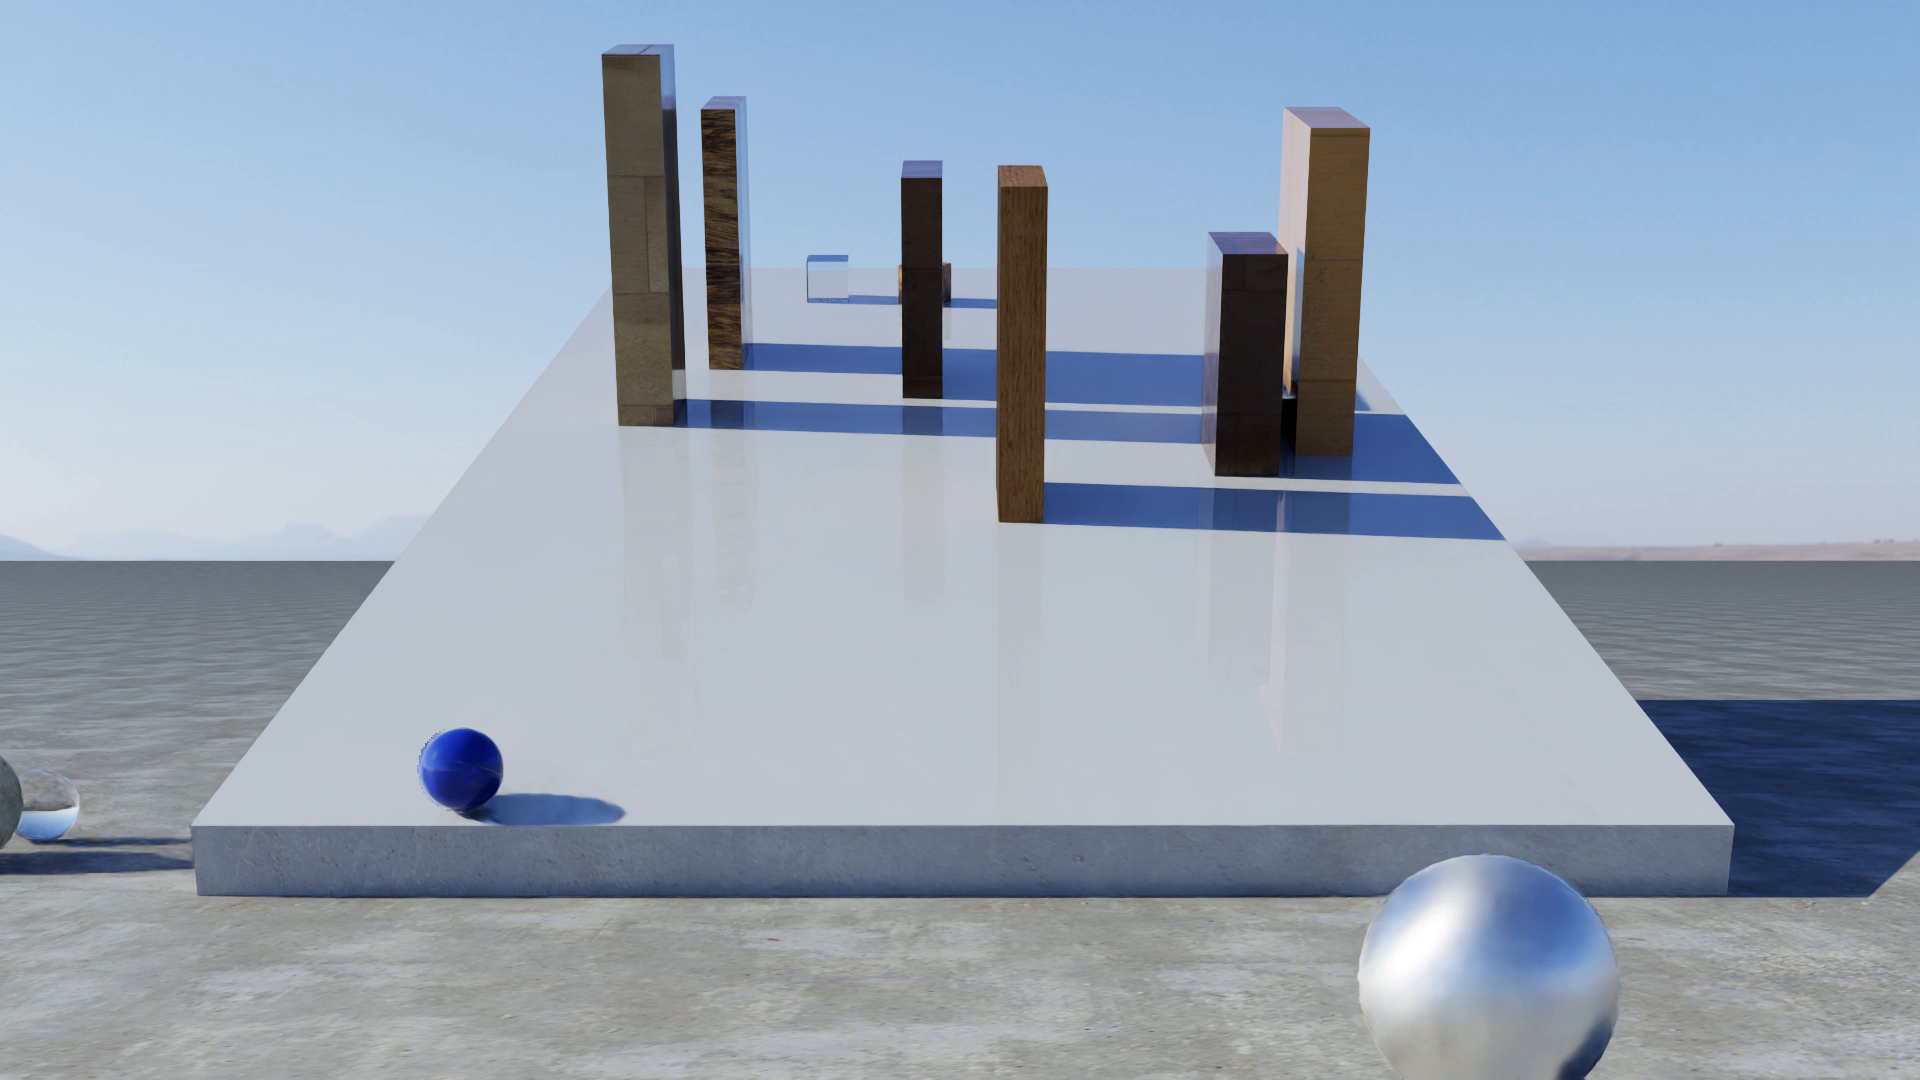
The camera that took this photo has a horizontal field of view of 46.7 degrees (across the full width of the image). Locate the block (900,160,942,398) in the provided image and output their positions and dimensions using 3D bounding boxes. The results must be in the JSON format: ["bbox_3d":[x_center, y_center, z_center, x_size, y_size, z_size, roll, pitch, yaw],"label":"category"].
[{"bbox_3d":[-0.086,-0.610,5.177,0.092,0.505,0.290,0,17,0],"label":"block"}]

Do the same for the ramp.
[{"bbox_3d":[-0.003,-0.178,4.807,2.000,0.100,4.000,0,17,0],"label":"ramp"}]

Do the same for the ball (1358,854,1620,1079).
[{"bbox_3d":[0.423,0.355,1.787,0.205,0.205,0.205,0,0,0],"label":"ball"}]

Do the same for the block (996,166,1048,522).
[{"bbox_3d":[0.114,-0.375,4.215,0.084,0.629,0.280,0,17,0],"label":"block"}]

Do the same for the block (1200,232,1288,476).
[{"bbox_3d":[0.577,-0.383,4.543,0.129,0.451,0.266,0,17,0],"label":"block"}]

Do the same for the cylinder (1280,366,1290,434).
[{"bbox_3d":[0.622,-0.301,4.786,0.149,0.149,0.149,0,0,0],"label":"cylinder"}]

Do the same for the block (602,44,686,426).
[{"bbox_3d":[-0.686,-0.667,4.868,0.121,0.797,0.249,0,17,0],"label":"block"}]

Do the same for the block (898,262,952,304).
[{"bbox_3d":[-0.098,-0.713,6.177,0.107,0.107,0.107,10,20,29],"label":"block"}]

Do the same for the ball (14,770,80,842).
[{"bbox_3d":[-1.424,0.412,3.451,0.113,0.113,0.113,0,0,0],"label":"ball"}]

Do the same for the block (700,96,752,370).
[{"bbox_3d":[-0.568,-0.755,5.445,0.081,0.622,0.301,0,17,0],"label":"block"}]

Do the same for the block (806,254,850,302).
[{"bbox_3d":[-0.368,-0.730,6.219,0.114,0.114,0.114,0,17,-1],"label":"block"}]

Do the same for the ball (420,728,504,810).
[{"bbox_3d":[-0.653,0.300,2.920,0.108,0.108,0.108,0,0,0],"label":"ball"}]

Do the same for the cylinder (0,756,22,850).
[{"bbox_3d":[-1.477,0.377,3.211,0.175,0.175,0.175,-1,-1,44],"label":"cylinder"}]

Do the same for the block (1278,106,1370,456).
[{"bbox_3d":[0.756,-0.554,4.712,0.119,0.676,0.377,0,17,0],"label":"block"}]
